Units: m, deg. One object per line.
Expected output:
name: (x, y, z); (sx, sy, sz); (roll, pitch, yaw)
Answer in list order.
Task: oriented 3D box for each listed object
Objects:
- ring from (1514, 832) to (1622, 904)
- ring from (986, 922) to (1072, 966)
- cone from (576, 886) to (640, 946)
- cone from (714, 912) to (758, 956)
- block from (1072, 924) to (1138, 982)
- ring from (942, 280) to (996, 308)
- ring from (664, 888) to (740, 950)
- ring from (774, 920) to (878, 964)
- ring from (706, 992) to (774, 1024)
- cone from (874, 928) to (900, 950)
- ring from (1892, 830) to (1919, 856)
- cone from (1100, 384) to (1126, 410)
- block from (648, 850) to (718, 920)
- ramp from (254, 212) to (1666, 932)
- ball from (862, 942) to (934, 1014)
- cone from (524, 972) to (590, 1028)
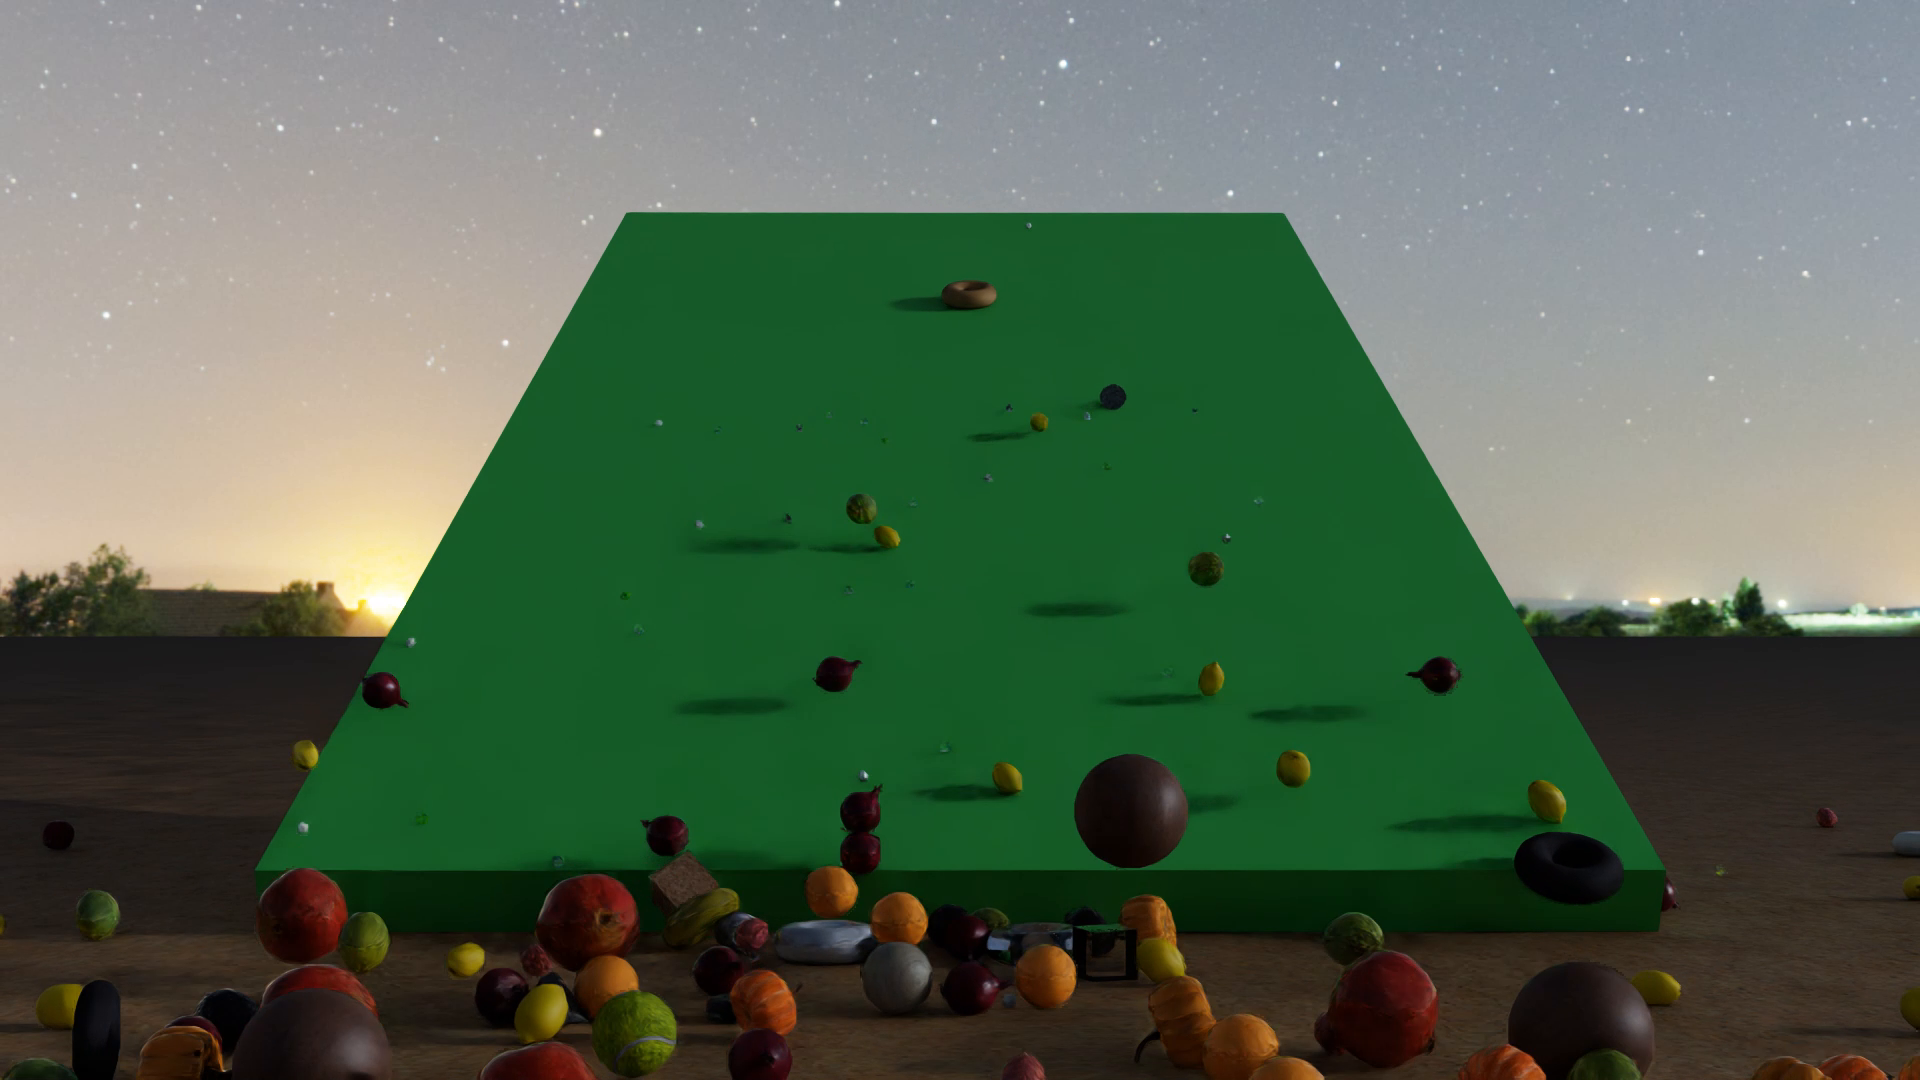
ring: (0.853, 0.458, 3.207); (0.148, 0.049, 0.148); (1, 23, 0)
ring: (0.101, 0.527, 2.985); (0.134, 0.045, 0.134); (-1, -1, 0)
cone: (-0.470, 0.497, 3.141); (0.090, 0.090, 0.090); (0, 19, 8)
cone: (-0.293, 0.539, 3.062); (0.059, 0.059, 0.059); (1, 24, -20)
block: (0.180, 0.513, 2.847); (0.061, 0.061, 0.061); (1, -2, -20)
ring: (0.024, -0.643, 6.000); (0.146, 0.049, 0.146); (-1, 22, 0)
ring: (-0.349, 0.511, 3.089); (0.116, 0.039, 0.116); (-32, -16, -11)
ring: (-0.175, 0.527, 3.000); (0.140, 0.047, 0.140); (-1, -4, 0)
ring: (-0.245, 0.519, 2.540); (0.075, 0.025, 0.075); (1, -1, 0)
cone: (-0.078, 0.537, 2.963); (0.052, 0.052, 0.052); (28, -10, -14)
ring: (1.859, 0.583, 4.391); (0.132, 0.044, 0.132); (0, -4, 0)
cone: (0.350, -0.321, 5.212); (0.058, 0.058, 0.058); (0, -5, 7)
block: (-0.378, 0.484, 3.142); (0.067, 0.067, 0.067); (-33, 58, -26)
ramp: (-0.006, -0.218, 5.121); (2.000, 0.100, 4.000); (0, 21, 0)
ball: (-0.071, 0.493, 2.578); (0.081, 0.081, 0.081); (0, -2, 0)
cone: (-0.430, 0.516, 2.506); (0.065, 0.065, 0.065); (33, -21, -31)
